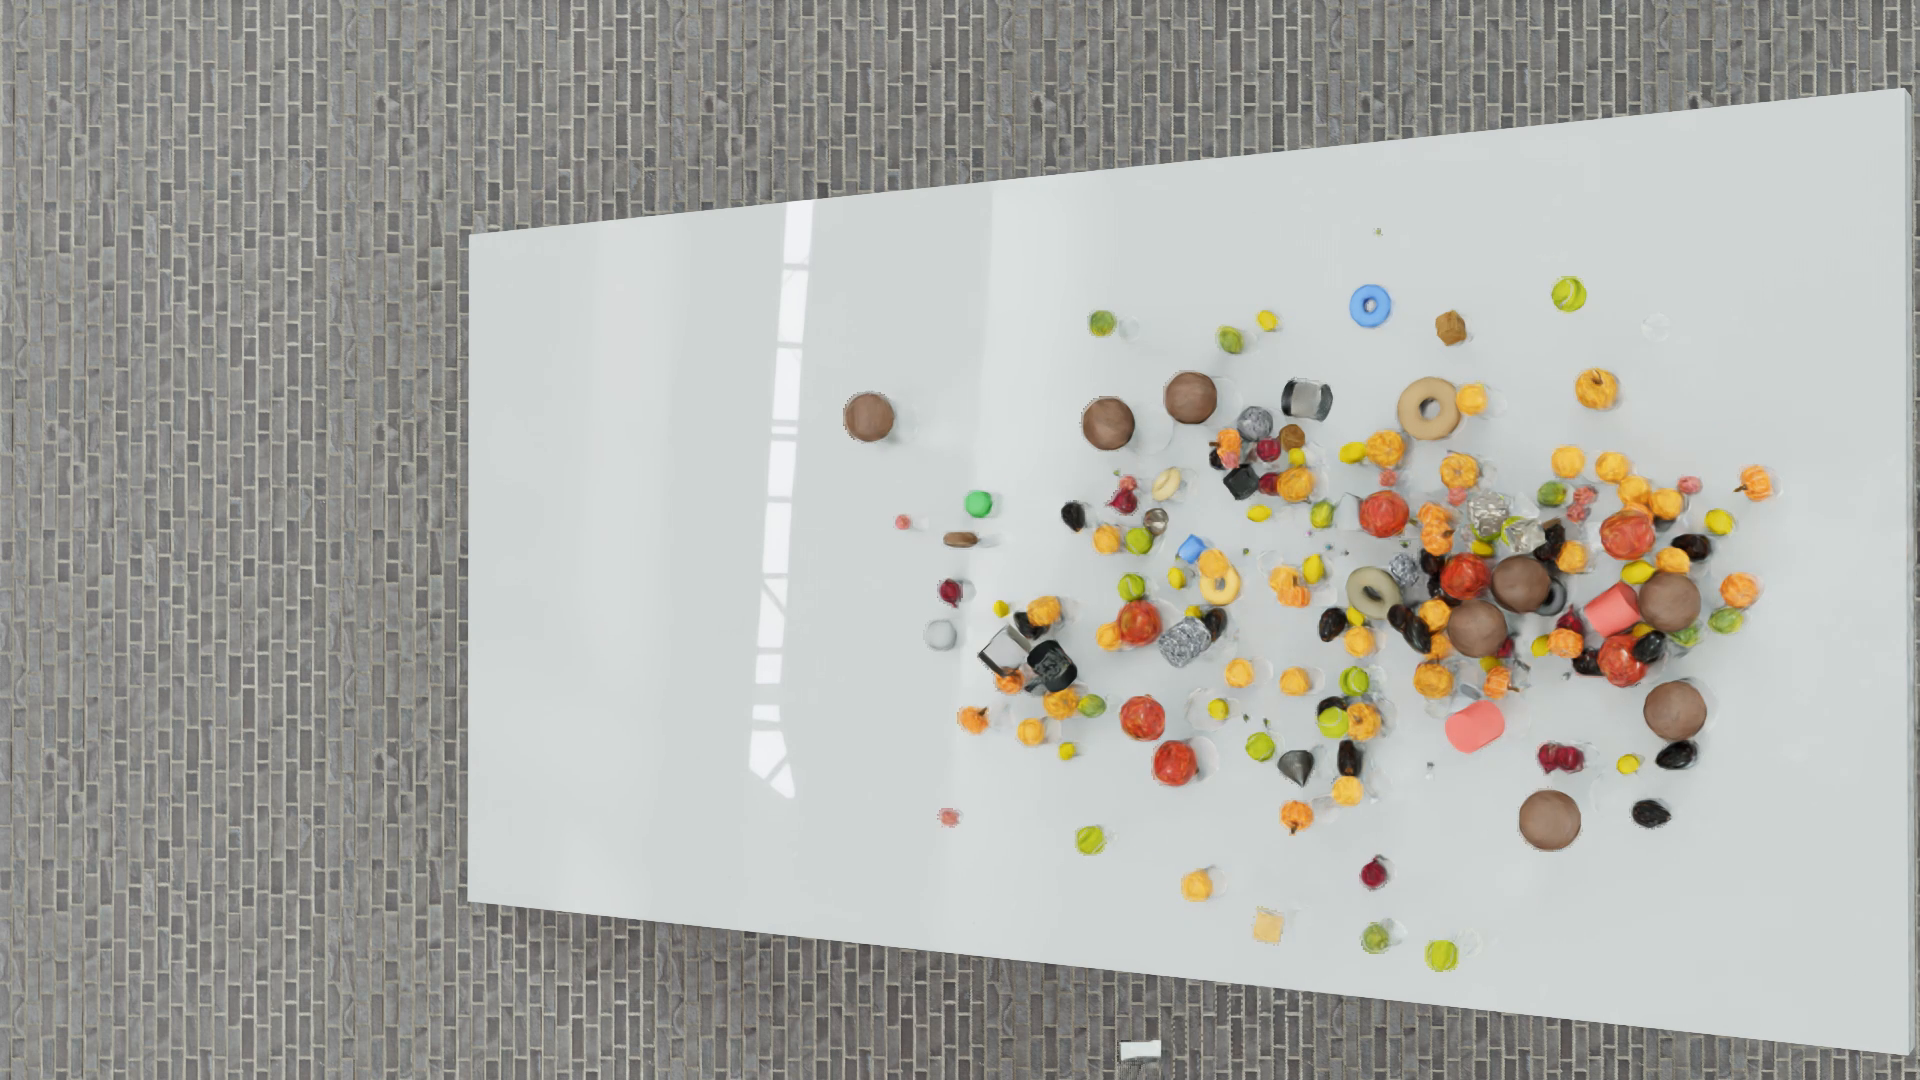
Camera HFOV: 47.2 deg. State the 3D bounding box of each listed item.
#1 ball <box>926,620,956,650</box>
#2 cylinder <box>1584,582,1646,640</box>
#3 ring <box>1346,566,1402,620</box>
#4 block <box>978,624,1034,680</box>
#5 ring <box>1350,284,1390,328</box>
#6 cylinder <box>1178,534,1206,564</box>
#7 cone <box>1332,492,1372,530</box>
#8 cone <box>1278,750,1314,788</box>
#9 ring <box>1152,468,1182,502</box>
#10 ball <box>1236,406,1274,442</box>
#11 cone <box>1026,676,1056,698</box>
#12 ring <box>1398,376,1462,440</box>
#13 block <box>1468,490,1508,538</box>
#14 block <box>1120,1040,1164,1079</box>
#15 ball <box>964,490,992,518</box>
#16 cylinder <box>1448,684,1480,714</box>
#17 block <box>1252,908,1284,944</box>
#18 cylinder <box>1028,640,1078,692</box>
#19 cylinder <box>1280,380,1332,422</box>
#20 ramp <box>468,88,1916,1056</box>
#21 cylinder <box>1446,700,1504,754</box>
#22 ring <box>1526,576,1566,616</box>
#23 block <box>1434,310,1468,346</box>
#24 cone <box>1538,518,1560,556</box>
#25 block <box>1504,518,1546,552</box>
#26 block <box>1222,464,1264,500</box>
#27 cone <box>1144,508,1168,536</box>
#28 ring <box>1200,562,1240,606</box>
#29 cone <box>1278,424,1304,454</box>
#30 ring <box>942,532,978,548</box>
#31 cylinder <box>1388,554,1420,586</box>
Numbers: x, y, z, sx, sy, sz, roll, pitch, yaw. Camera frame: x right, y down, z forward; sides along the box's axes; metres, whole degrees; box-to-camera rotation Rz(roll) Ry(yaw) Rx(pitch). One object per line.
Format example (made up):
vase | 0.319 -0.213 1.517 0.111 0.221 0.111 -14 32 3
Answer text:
ball | -0.049 0.246 5.697 0.080 0.080 0.080 0 89 0
cylinder | 1.426 0.153 4.786 0.092 0.092 0.092 49 120 0
ring | 0.957 0.123 5.086 0.140 0.140 0.047 48 52 0
block | 0.117 0.280 5.509 0.092 0.092 0.092 43 104 5
ring | 0.956 -0.546 5.130 0.102 0.034 0.102 -1 88 35
cylinder | 0.564 0.022 5.350 0.051 0.051 0.051 41 111 0
cone | 0.896 -0.085 5.057 0.092 0.092 0.092 -10 54 14
cone | 0.794 0.550 5.142 0.086 0.086 0.086 -2 126 -3
ring | 0.505 -0.136 5.372 0.031 0.094 0.094 35 90 -20
ball | 0.703 -0.275 5.248 0.087 0.087 0.087 0 89 0
cone | 0.210 0.346 5.568 0.080 0.080 0.080 9 64 0
ring | 1.076 -0.300 5.039 0.149 0.050 0.149 -2 84 22
block | 1.175 -0.057 4.891 0.065 0.065 0.065 -21 50 -5
block | 0.419 1.223 5.072 0.094 0.094 0.094 -4 108 6
ball | 0.048 -0.092 5.649 0.070 0.070 0.070 0 89 0
cylinder | 1.145 0.365 4.990 0.053 0.053 0.053 22 119 0
block | 0.725 0.910 5.182 0.060 0.060 0.060 14 90 8
cylinder | 0.230 0.314 5.468 0.092 0.092 0.092 -37 52 0
cylinder | 0.816 -0.329 5.176 0.088 0.088 0.088 14 89 36
ramp | 0.266 0.073 5.615 4.000 0.100 2.000 0 89 31
cylinder | 1.142 0.414 4.878 0.093 0.093 0.093 -22 89 -38
ring | 1.308 0.126 4.906 0.091 0.030 0.091 -4 81 28
block | 1.119 -0.483 5.012 0.050 0.050 0.050 -23 49 29
cone | 1.278 -0.013 4.882 0.086 0.086 0.086 7 89 0
block | 1.201 -0.011 4.673 0.054 0.054 0.054 -27 105 -26
block | 0.679 -0.139 5.277 0.060 0.060 0.060 -43 69 23
cone | 0.466 -0.046 5.398 0.069 0.069 0.069 0 89 31
ring | 0.629 0.107 5.320 0.105 0.035 0.105 0 90 32
cone | 0.773 -0.242 5.216 0.069 0.069 0.069 0 89 31
ring | 0.002 -0.001 5.620 0.092 0.092 0.031 1 79 0
cylinder | 1.016 0.069 5.033 0.055 0.055 0.055 -40 130 0
